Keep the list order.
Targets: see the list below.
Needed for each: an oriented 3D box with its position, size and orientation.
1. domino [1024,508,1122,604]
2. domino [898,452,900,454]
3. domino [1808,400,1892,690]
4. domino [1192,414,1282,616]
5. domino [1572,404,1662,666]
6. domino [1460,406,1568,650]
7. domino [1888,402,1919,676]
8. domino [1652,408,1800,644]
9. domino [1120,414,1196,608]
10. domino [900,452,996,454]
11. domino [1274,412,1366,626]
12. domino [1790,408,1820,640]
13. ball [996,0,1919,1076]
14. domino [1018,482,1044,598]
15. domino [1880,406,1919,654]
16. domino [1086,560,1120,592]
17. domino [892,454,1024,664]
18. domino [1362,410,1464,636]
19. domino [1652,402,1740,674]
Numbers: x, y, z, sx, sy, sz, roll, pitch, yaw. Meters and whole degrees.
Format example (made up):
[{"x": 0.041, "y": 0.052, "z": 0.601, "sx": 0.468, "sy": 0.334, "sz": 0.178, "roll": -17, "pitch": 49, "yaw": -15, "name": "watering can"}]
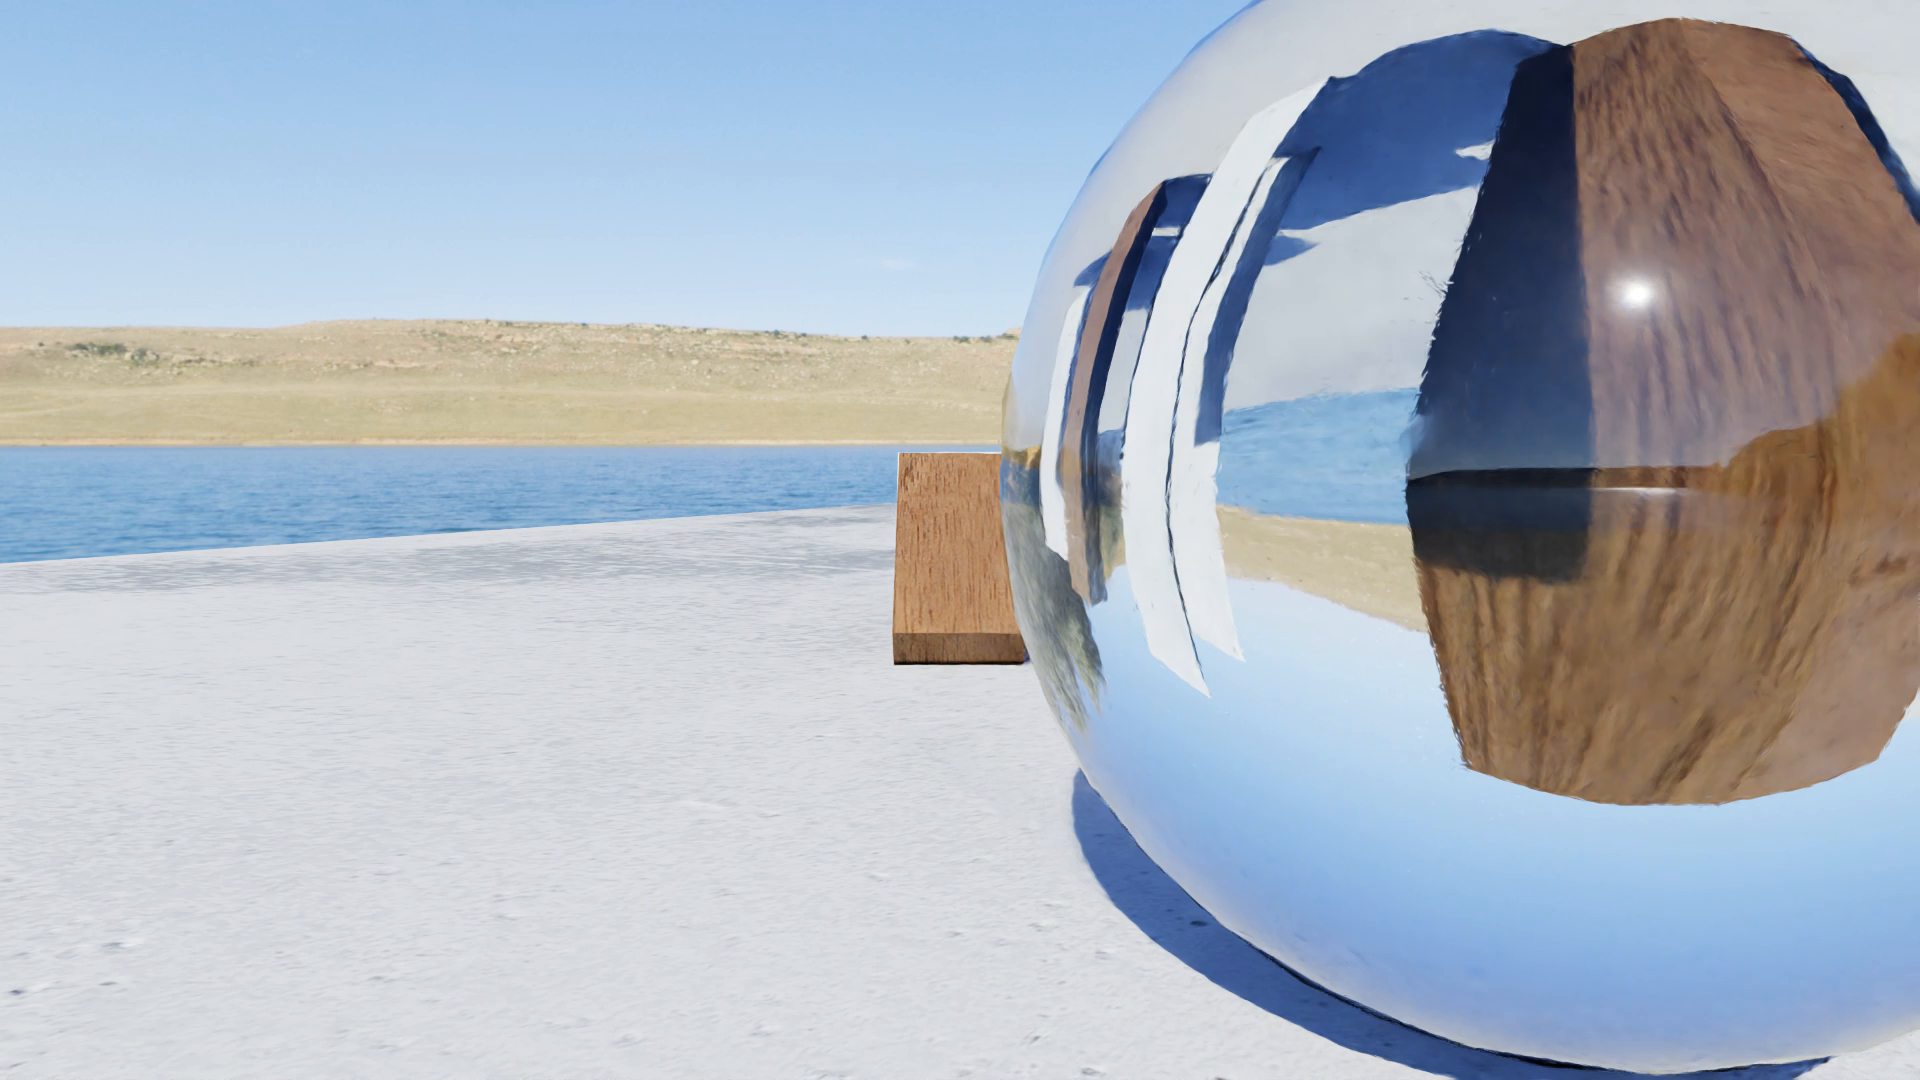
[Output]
[{"x": 0.028, "y": 0.004, "z": 0.363, "sx": 0.025, "sy": 0.010, "sz": 0.050, "roll": 4, "pitch": 22, "yaw": 42, "name": "domino"}, {"x": -0.002, "y": 0.001, "z": 0.290, "sx": 0.025, "sy": 0.009, "sz": 0.050, "roll": 0, "pitch": 46, "yaw": -1, "name": "domino"}, {"x": 0.161, "y": 0.000, "z": 0.233, "sx": 0.009, "sy": 0.050, "sz": 0.025, "roll": 3, "pitch": 5, "yaw": 32, "name": "domino"}, {"x": 0.071, "y": -0.007, "z": 0.328, "sx": 0.010, "sy": 0.050, "sz": 0.025, "roll": 4, "pitch": 6, "yaw": 44, "name": "domino"}, {"x": 0.134, "y": -0.002, "z": 0.256, "sx": 0.025, "sy": 0.050, "sz": 0.010, "roll": -3, "pitch": 6, "yaw": -39, "name": "domino"}, {"x": 0.119, "y": -0.003, "z": 0.275, "sx": 0.025, "sy": 0.050, "sz": 0.009, "roll": -3, "pitch": 6, "yaw": -39, "name": "domino"}, {"x": 0.184, "y": 0.000, "z": 0.230, "sx": 0.010, "sy": 0.050, "sz": 0.025, "roll": -2, "pitch": 5, "yaw": -23, "name": "domino"}, {"x": 0.168, "y": -0.004, "z": 0.283, "sx": 0.025, "sy": 0.050, "sz": 0.010, "roll": 4, "pitch": 6, "yaw": 40, "name": "domino"}, {"x": 0.054, "y": -0.008, "z": 0.343, "sx": 0.009, "sy": 0.050, "sz": 0.025, "roll": 3, "pitch": 5, "yaw": 38, "name": "domino"}, {"x": -0.001, "y": 0.002, "z": 0.276, "sx": 0.025, "sy": 0.010, "sz": 0.050, "roll": 0, "pitch": 46, "yaw": -1, "name": "domino"}, {"x": 0.088, "y": -0.006, "z": 0.311, "sx": 0.025, "sy": 0.050, "sz": 0.010, "roll": -4, "pitch": 6, "yaw": -43, "name": "domino"}, {"x": 0.191, "y": -0.004, "z": 0.285, "sx": 0.010, "sy": 0.050, "sz": 0.025, "roll": 1, "pitch": 4, "yaw": 17, "name": "domino"}, {"x": 0.043, "y": -0.004, "z": 0.093, "sx": 0.080, "sy": 0.080, "sz": 0.080, "roll": 0, "pitch": 4, "yaw": 0, "name": "ball"}, {"x": 0.007, "y": 0.001, "z": 0.347, "sx": 0.025, "sy": 0.010, "sz": 0.050, "roll": -5, "pitch": 27, "yaw": 13, "name": "domino"}, {"x": 0.205, "y": -0.002, "z": 0.267, "sx": 0.025, "sy": 0.050, "sz": 0.010, "roll": -1, "pitch": 4, "yaw": -16, "name": "domino"}, {"x": 0.059, "y": 0.009, "z": 0.388, "sx": 0.025, "sy": 0.009, "sz": 0.050, "roll": 2, "pitch": 5, "yaw": 25, "name": "domino"}, {"x": 0.000, "y": 0.003, "z": 0.262, "sx": 0.025, "sy": 0.010, "sz": 0.050, "roll": 0, "pitch": 46, "yaw": -1, "name": "domino"}, {"x": 0.104, "y": -0.004, "z": 0.293, "sx": 0.025, "sy": 0.050, "sz": 0.010, "roll": -4, "pitch": 6, "yaw": -40, "name": "domino"}, {"x": 0.142, "y": -0.001, "z": 0.248, "sx": 0.009, "sy": 0.050, "sz": 0.025, "roll": 3, "pitch": 5, "yaw": 38, "name": "domino"}]
